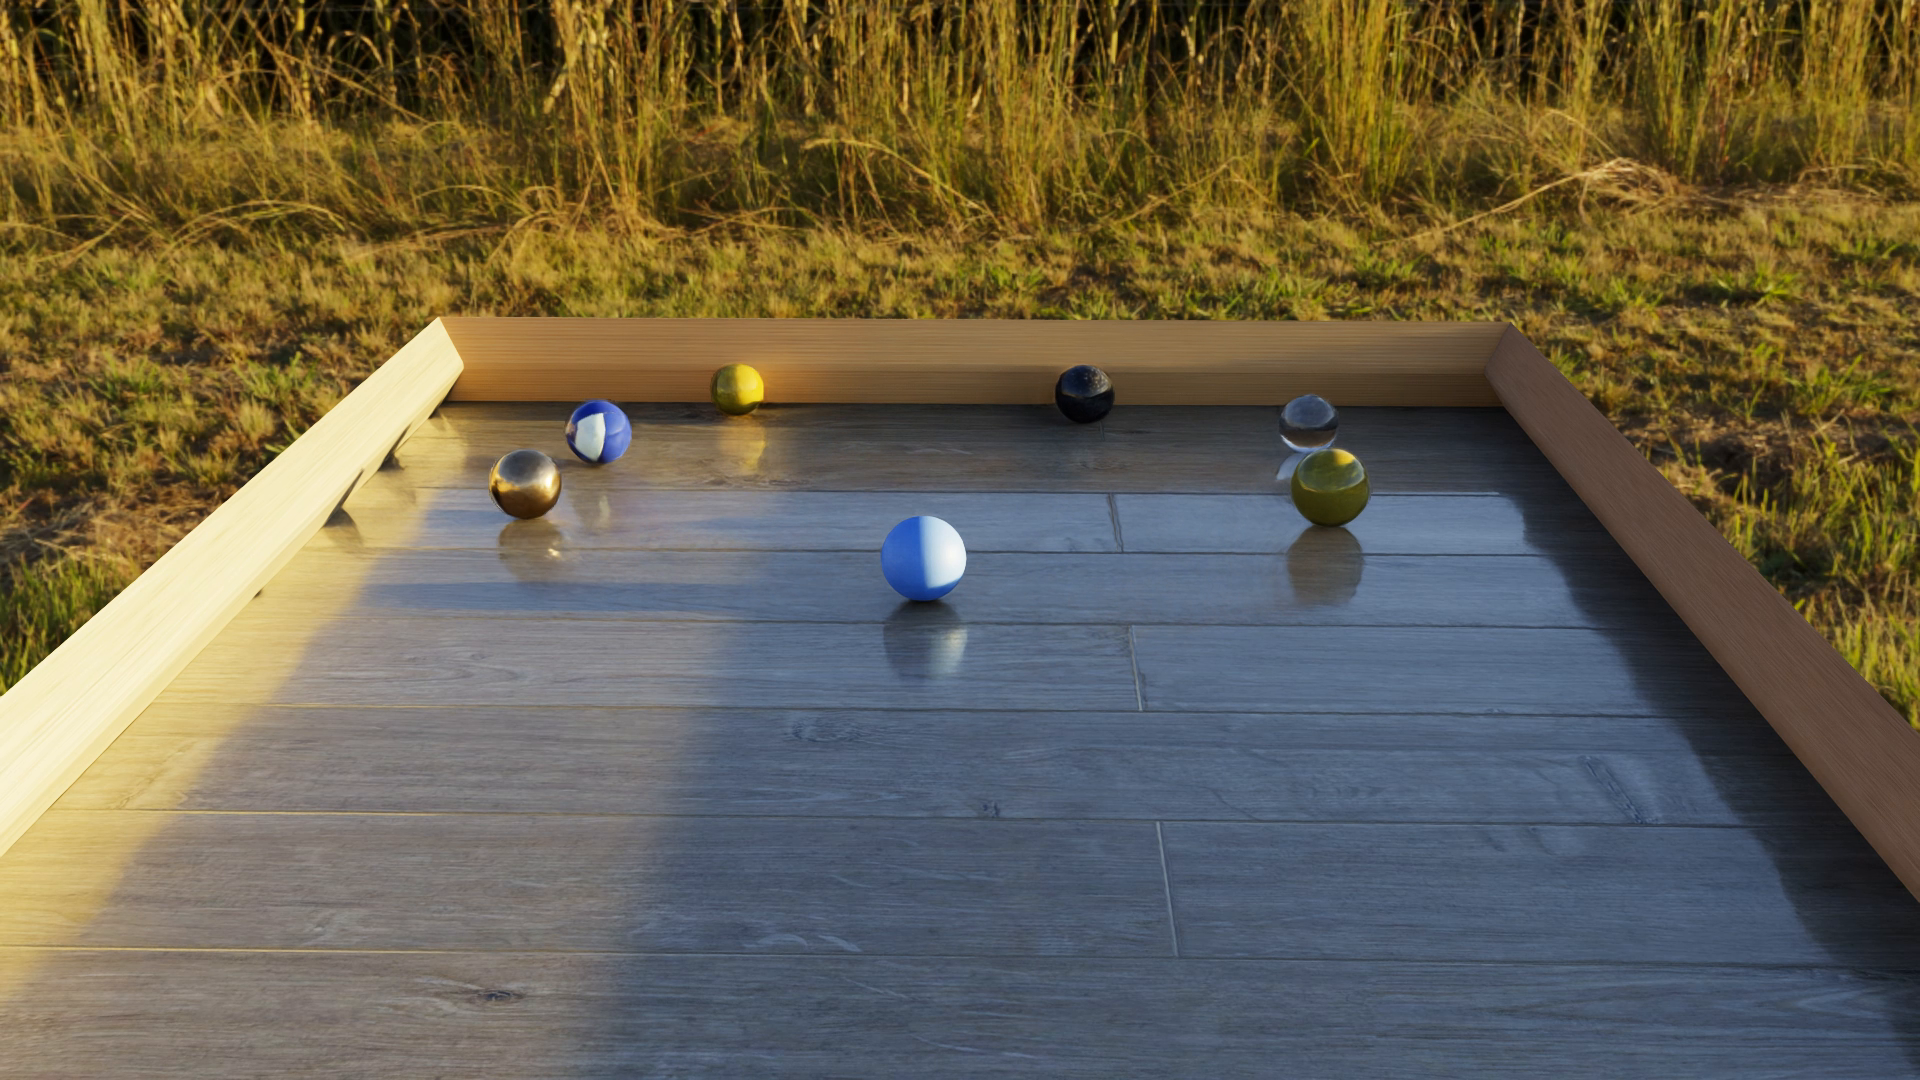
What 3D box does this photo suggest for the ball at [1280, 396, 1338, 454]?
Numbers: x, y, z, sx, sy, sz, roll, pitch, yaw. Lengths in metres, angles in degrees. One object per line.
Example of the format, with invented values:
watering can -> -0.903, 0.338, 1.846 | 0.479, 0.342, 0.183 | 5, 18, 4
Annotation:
ball -> 0.487, -0.161, 3.073 | 0.082, 0.082, 0.082 | 0, 18, 0

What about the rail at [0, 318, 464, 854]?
rail -> -0.803, 0.225, 1.819 | 0.045, 0.129, 3.214 | 0, 18, 1

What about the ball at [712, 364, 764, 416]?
ball -> -0.330, -0.223, 3.271 | 0.078, 0.078, 0.078 | 0, 18, 0

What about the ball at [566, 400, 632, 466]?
ball -> -0.496, -0.147, 3.021 | 0.089, 0.089, 0.089 | 0, 18, 0

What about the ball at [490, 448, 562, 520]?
ball -> -0.549, -0.071, 2.787 | 0.090, 0.090, 0.090 | 0, 18, 0

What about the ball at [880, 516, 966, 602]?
ball -> -0.041, 0.021, 2.496 | 0.097, 0.097, 0.097 | 0, 18, 0

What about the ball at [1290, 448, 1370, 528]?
ball -> 0.464, -0.065, 2.757 | 0.099, 0.099, 0.099 | 0, 18, 0

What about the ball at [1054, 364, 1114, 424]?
ball -> 0.182, -0.215, 3.231 | 0.087, 0.087, 0.087 | 0, 18, 0

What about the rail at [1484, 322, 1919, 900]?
rail -> 0.767, 0.236, 1.786 | 0.045, 0.129, 3.214 | 0, 18, 1

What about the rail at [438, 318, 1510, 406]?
rail -> 0.017, -0.263, 3.307 | 1.617, 0.129, 0.045 | 0, 18, 1
